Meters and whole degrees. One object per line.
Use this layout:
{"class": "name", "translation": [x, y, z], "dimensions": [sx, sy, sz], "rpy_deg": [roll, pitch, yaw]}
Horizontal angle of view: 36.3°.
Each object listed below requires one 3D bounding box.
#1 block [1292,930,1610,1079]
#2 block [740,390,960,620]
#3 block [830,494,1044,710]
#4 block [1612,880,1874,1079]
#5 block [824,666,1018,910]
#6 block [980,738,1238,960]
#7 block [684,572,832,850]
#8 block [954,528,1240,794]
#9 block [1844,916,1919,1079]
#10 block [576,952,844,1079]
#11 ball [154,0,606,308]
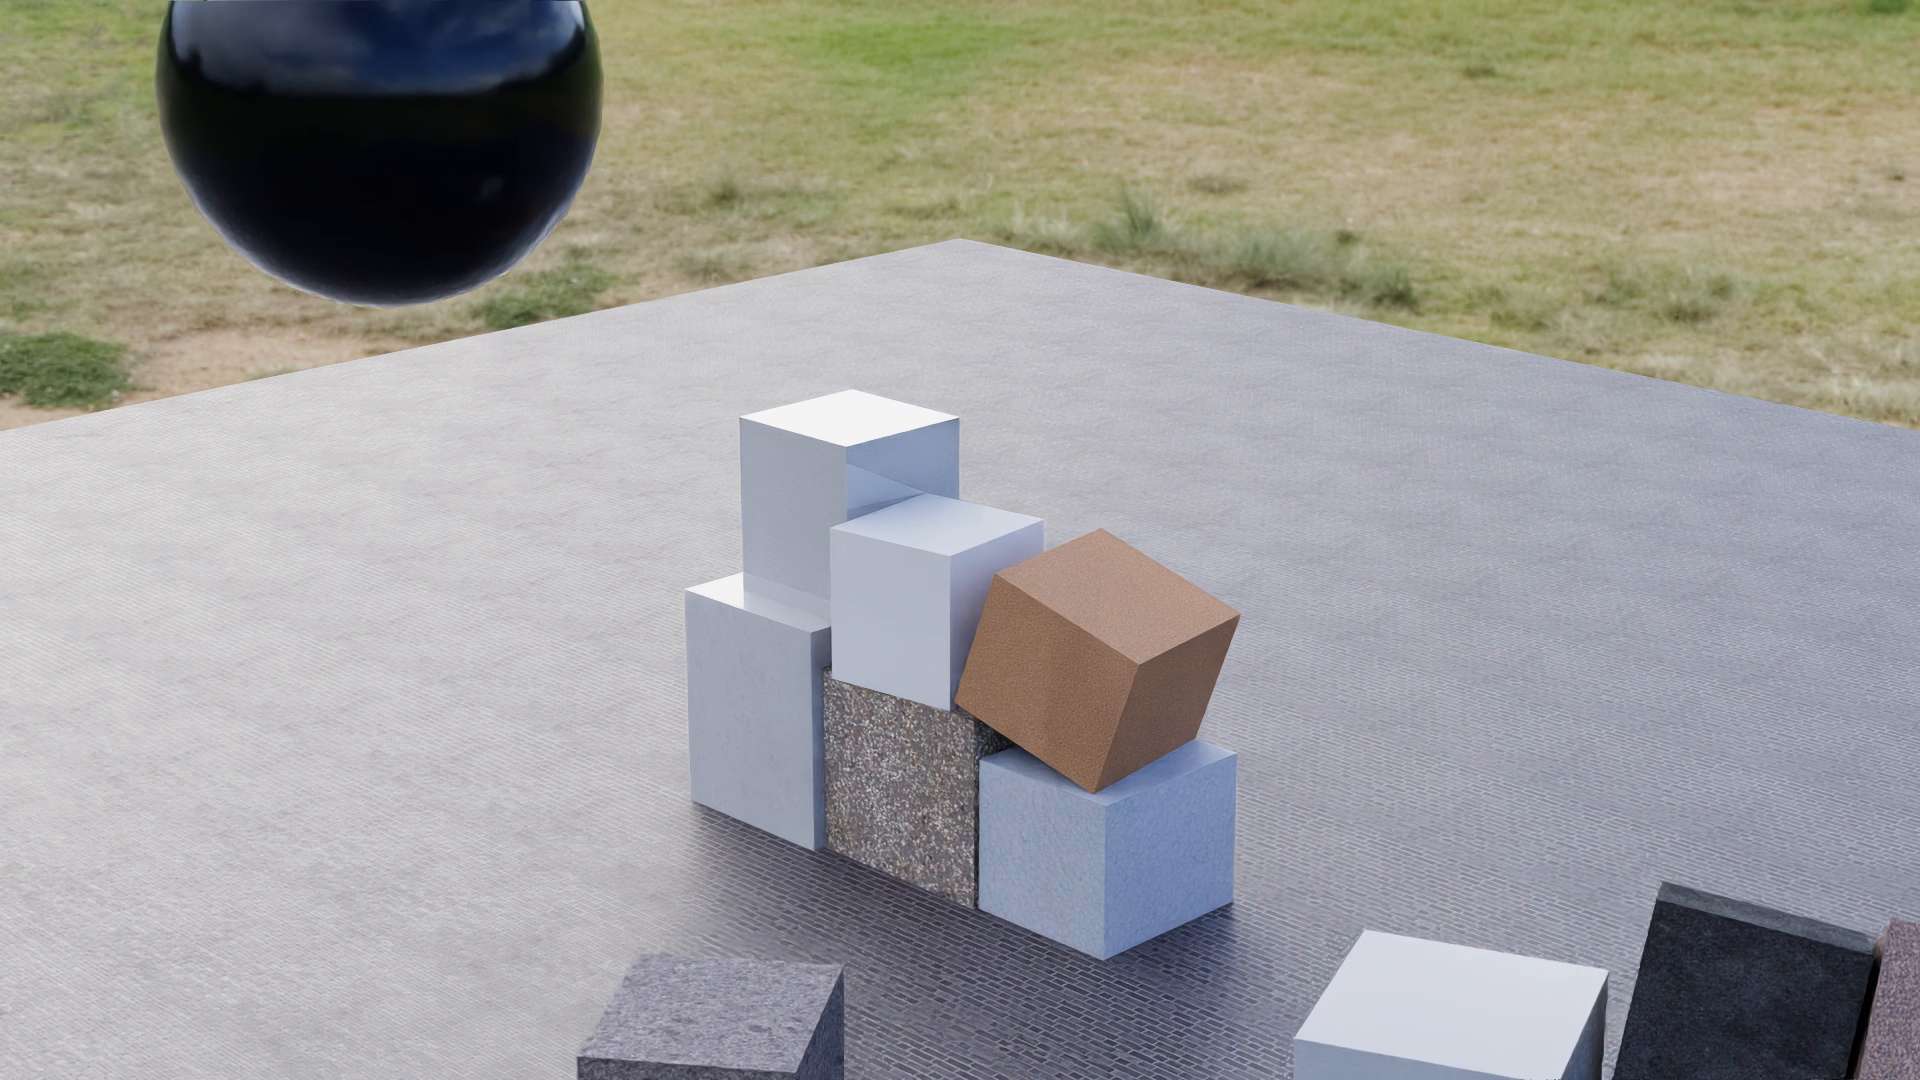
{"class": "block", "translation": [1.749, 2.035, 10.473], "dimensions": [0.906, 0.838, 0.945], "rpy_deg": [7, 19, 21]}
{"class": "block", "translation": [-0.518, -0.167, 13.844], "dimensions": [0.723, 0.857, 0.734], "rpy_deg": [-17, 24, -42]}
{"class": "block", "translation": [-0.100, 0.268, 13.301], "dimensions": [0.681, 0.718, 0.696], "rpy_deg": [13, 22, 36]}
{"class": "block", "translation": [2.802, 1.793, 10.607], "dimensions": [0.750, 0.889, 0.866], "rpy_deg": [14, 1, 15]}
{"class": "block", "translation": [0.054, 1.018, 13.611], "dimensions": [0.977, 0.897, 0.957], "rpy_deg": [17, 24, 42]}
{"class": "block", "translation": [0.656, 1.294, 13.033], "dimensions": [0.864, 0.716, 0.751], "rpy_deg": [-17, 24, -42]}
{"class": "block", "translation": [-0.632, 0.734, 14.206], "dimensions": [1.040, 1.081, 0.895], "rpy_deg": [-17, 24, -42]}
{"class": "block", "translation": [0.601, 0.515, 12.829], "dimensions": [0.784, 0.673, 0.816], "rpy_deg": [32, 31, 26]}
{"class": "block", "translation": [3.506, 1.894, 10.314], "dimensions": [0.731, 0.753, 0.808], "rpy_deg": [14, -23, 13]}
{"class": "block", "translation": [-0.873, 2.043, 10.525], "dimensions": [0.768, 0.790, 0.838], "rpy_deg": [3, 18, 8]}
{"class": "ball", "translation": [-2.093, -1.642, 10.632], "dimensions": [1.600, 1.600, 1.600], "rpy_deg": [0, 17, 0]}
